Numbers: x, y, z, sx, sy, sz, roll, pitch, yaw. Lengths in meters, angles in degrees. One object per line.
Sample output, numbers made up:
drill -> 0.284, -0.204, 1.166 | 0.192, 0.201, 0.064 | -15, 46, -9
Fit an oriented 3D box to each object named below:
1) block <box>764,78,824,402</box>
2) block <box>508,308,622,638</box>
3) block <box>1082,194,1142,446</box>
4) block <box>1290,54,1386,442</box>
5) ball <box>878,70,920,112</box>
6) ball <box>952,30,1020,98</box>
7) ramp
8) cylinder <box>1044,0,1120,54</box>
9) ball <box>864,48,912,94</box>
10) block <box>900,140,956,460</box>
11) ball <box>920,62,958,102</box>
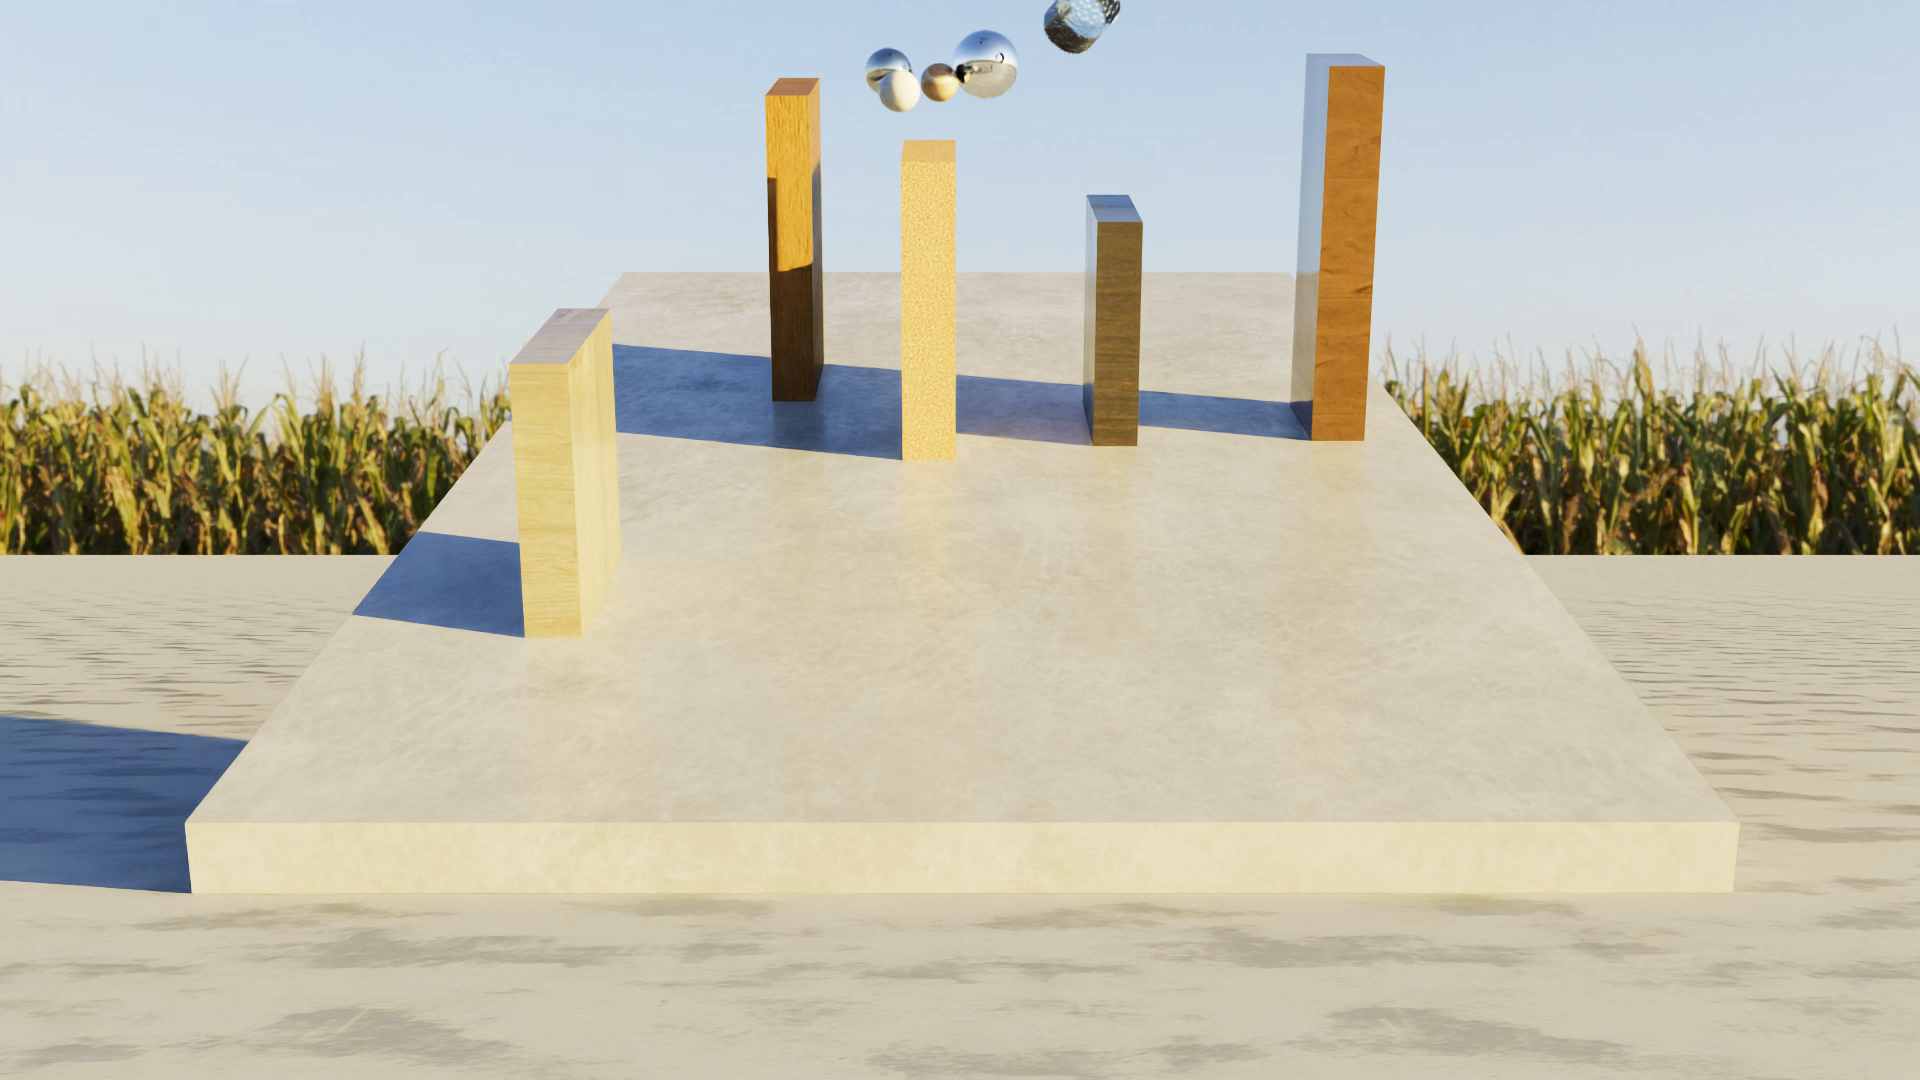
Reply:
block -> -0.381, -0.708, 5.182 | 0.096, 0.689, 0.423 | 0, 17, 0
block -> -0.647, -0.121, 3.678 | 0.090, 0.445, 0.442 | 0, 17, 0
block -> 0.327, -0.482, 4.812 | 0.093, 0.475, 0.393 | 0, 17, 0
block -> 0.806, -0.632, 4.772 | 0.113, 0.785, 0.310 | 0, 17, 0
ball -> -0.173, -1.278, 6.326 | 0.119, 0.119, 0.119 | 0, 0, 0
ball -> 0.077, -1.426, 6.661 | 0.202, 0.202, 0.202 | 0, 0, 0
ramp -> -0.003, -0.173, 4.783 | 2.000, 0.100, 4.000 | 0, 17, 0
cylinder -> 0.348, -1.508, 6.368 | 0.164, 0.164, 0.164 | 0, -16, -23
ball -> -0.208, -1.355, 6.434 | 0.137, 0.137, 0.137 | 0, 0, 0
block -> -0.064, -0.511, 4.671 | 0.109, 0.611, 0.372 | 0, 17, 0
ball -> -0.061, -1.359, 6.599 | 0.114, 0.114, 0.114 | 0, 0, 0
